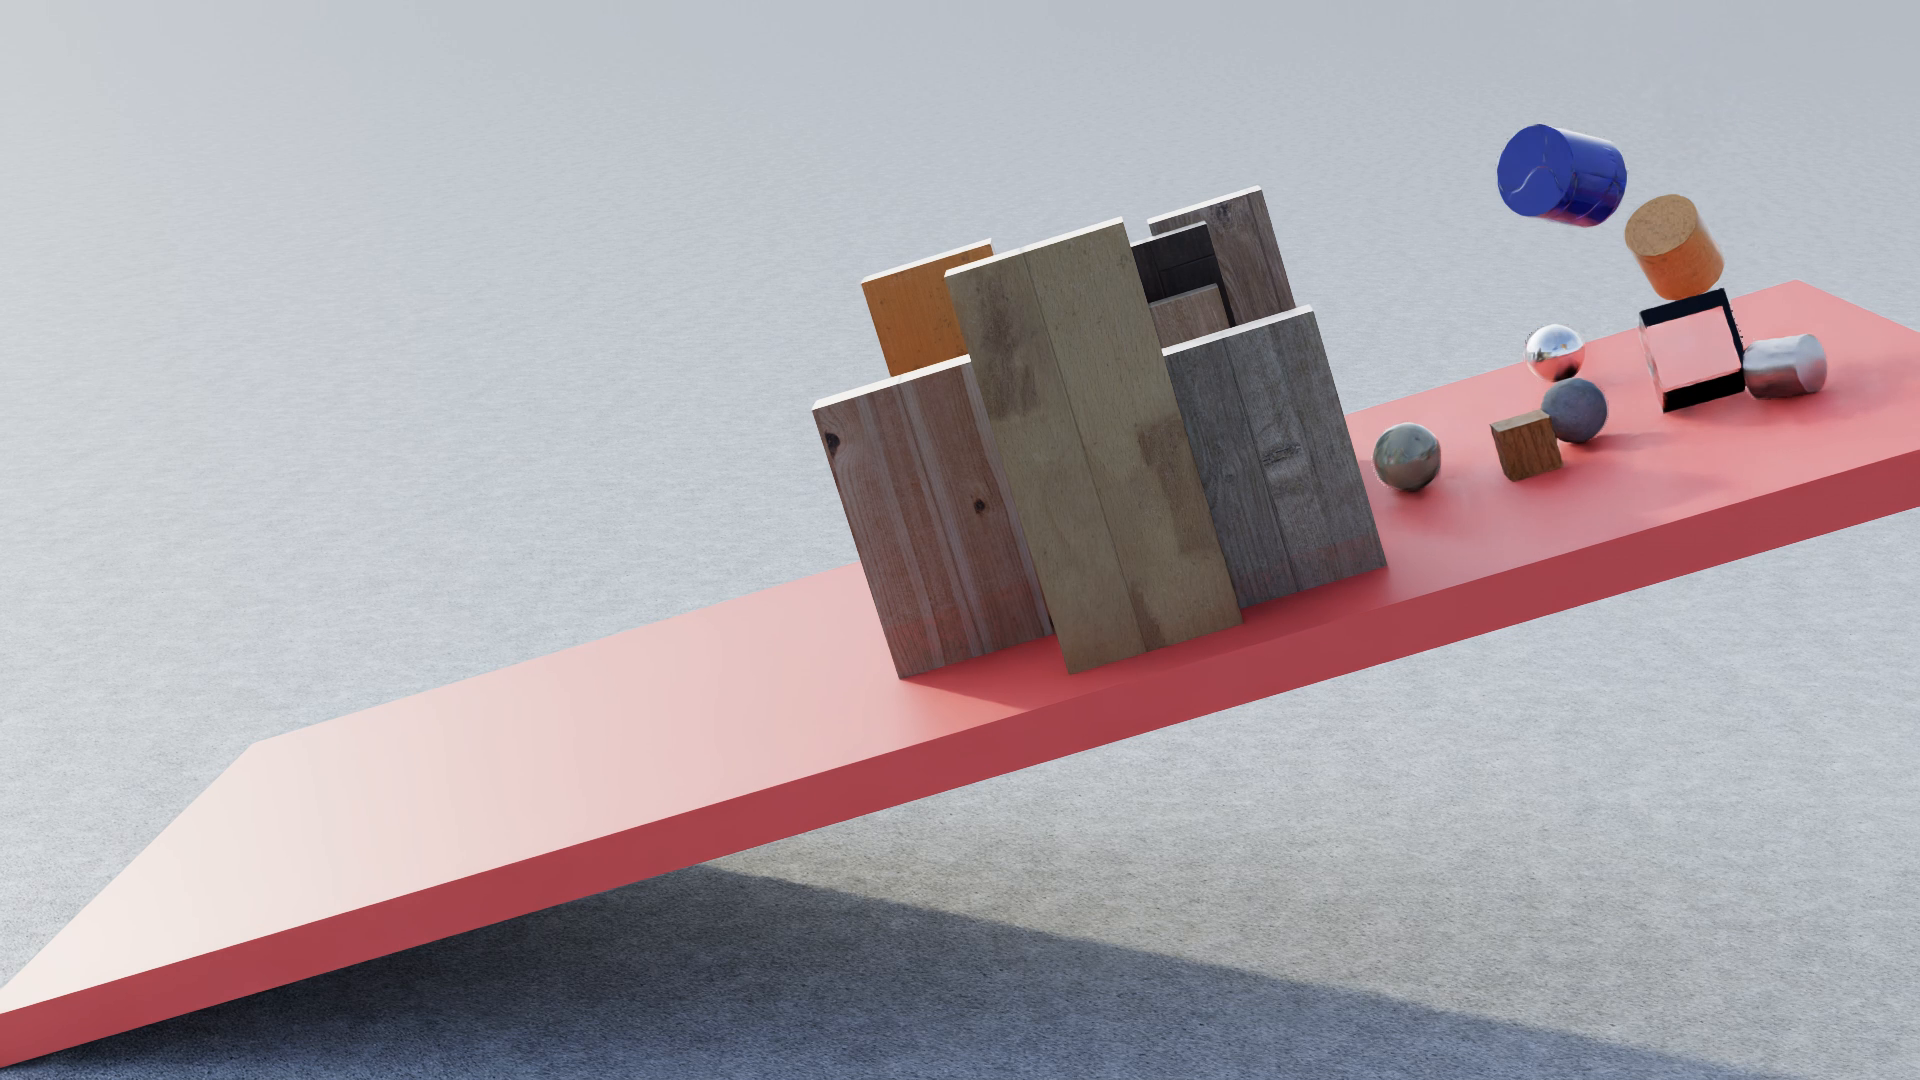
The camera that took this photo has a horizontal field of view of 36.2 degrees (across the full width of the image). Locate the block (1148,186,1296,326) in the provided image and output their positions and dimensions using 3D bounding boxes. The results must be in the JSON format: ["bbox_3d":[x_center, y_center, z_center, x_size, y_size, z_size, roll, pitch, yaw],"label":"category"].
[{"bbox_3d":[0.639,-0.441,6.594,0.259,0.650,0.119,-17,10,5],"label":"block"}]

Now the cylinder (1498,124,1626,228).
[{"bbox_3d":[1.187,-0.717,5.801,0.180,0.180,0.180,4,6,-43],"label":"cylinder"}]

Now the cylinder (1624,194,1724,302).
[{"bbox_3d":[1.540,-0.629,6.341,0.164,0.164,0.164,11,-25,43],"label":"cylinder"}]

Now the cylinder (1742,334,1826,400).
[{"bbox_3d":[1.651,-0.347,5.887,0.118,0.118,0.118,-11,3,-43],"label":"cylinder"}]

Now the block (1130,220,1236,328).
[{"bbox_3d":[0.412,-0.326,6.425,0.445,0.631,0.081,-17,10,5],"label":"block"}]

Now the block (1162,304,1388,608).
[{"bbox_3d":[0.530,-0.138,5.576,0.428,0.506,0.101,-17,10,5],"label":"block"}]

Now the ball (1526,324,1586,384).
[{"bbox_3d":[1.367,-0.427,6.755,0.135,0.135,0.135,0,11,0],"label":"ball"}]

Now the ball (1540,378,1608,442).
[{"bbox_3d":[1.268,-0.268,6.074,0.135,0.135,0.135,0,11,0],"label":"ball"}]

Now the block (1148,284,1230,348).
[{"bbox_3d":[0.455,-0.241,6.207,0.334,0.521,0.084,-17,10,5],"label":"block"}]

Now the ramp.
[{"bbox_3d":[0.097,0.184,6.314,4.000,0.100,2.000,-17,10,5],"label":"ramp"}]

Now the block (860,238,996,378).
[{"bbox_3d":[0.024,-0.332,6.951,0.315,0.688,0.134,-17,10,5],"label":"block"}]

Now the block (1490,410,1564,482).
[{"bbox_3d":[1.146,-0.191,5.950,0.107,0.107,0.107,-17,10,4],"label":"block"}]

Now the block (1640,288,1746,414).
[{"bbox_3d":[1.502,-0.386,6.026,0.172,0.172,0.172,-16,-17,8],"label":"block"}]

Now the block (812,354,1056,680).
[{"bbox_3d":[-0.018,-0.057,5.887,0.393,0.571,0.128,-17,10,5],"label":"block"}]

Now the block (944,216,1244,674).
[{"bbox_3d":[0.251,-0.173,5.460,0.339,0.779,0.114,-17,10,5],"label":"block"}]

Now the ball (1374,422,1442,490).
[{"bbox_3d":[0.931,-0.173,6.120,0.142,0.142,0.142,0,11,0],"label":"ball"}]
